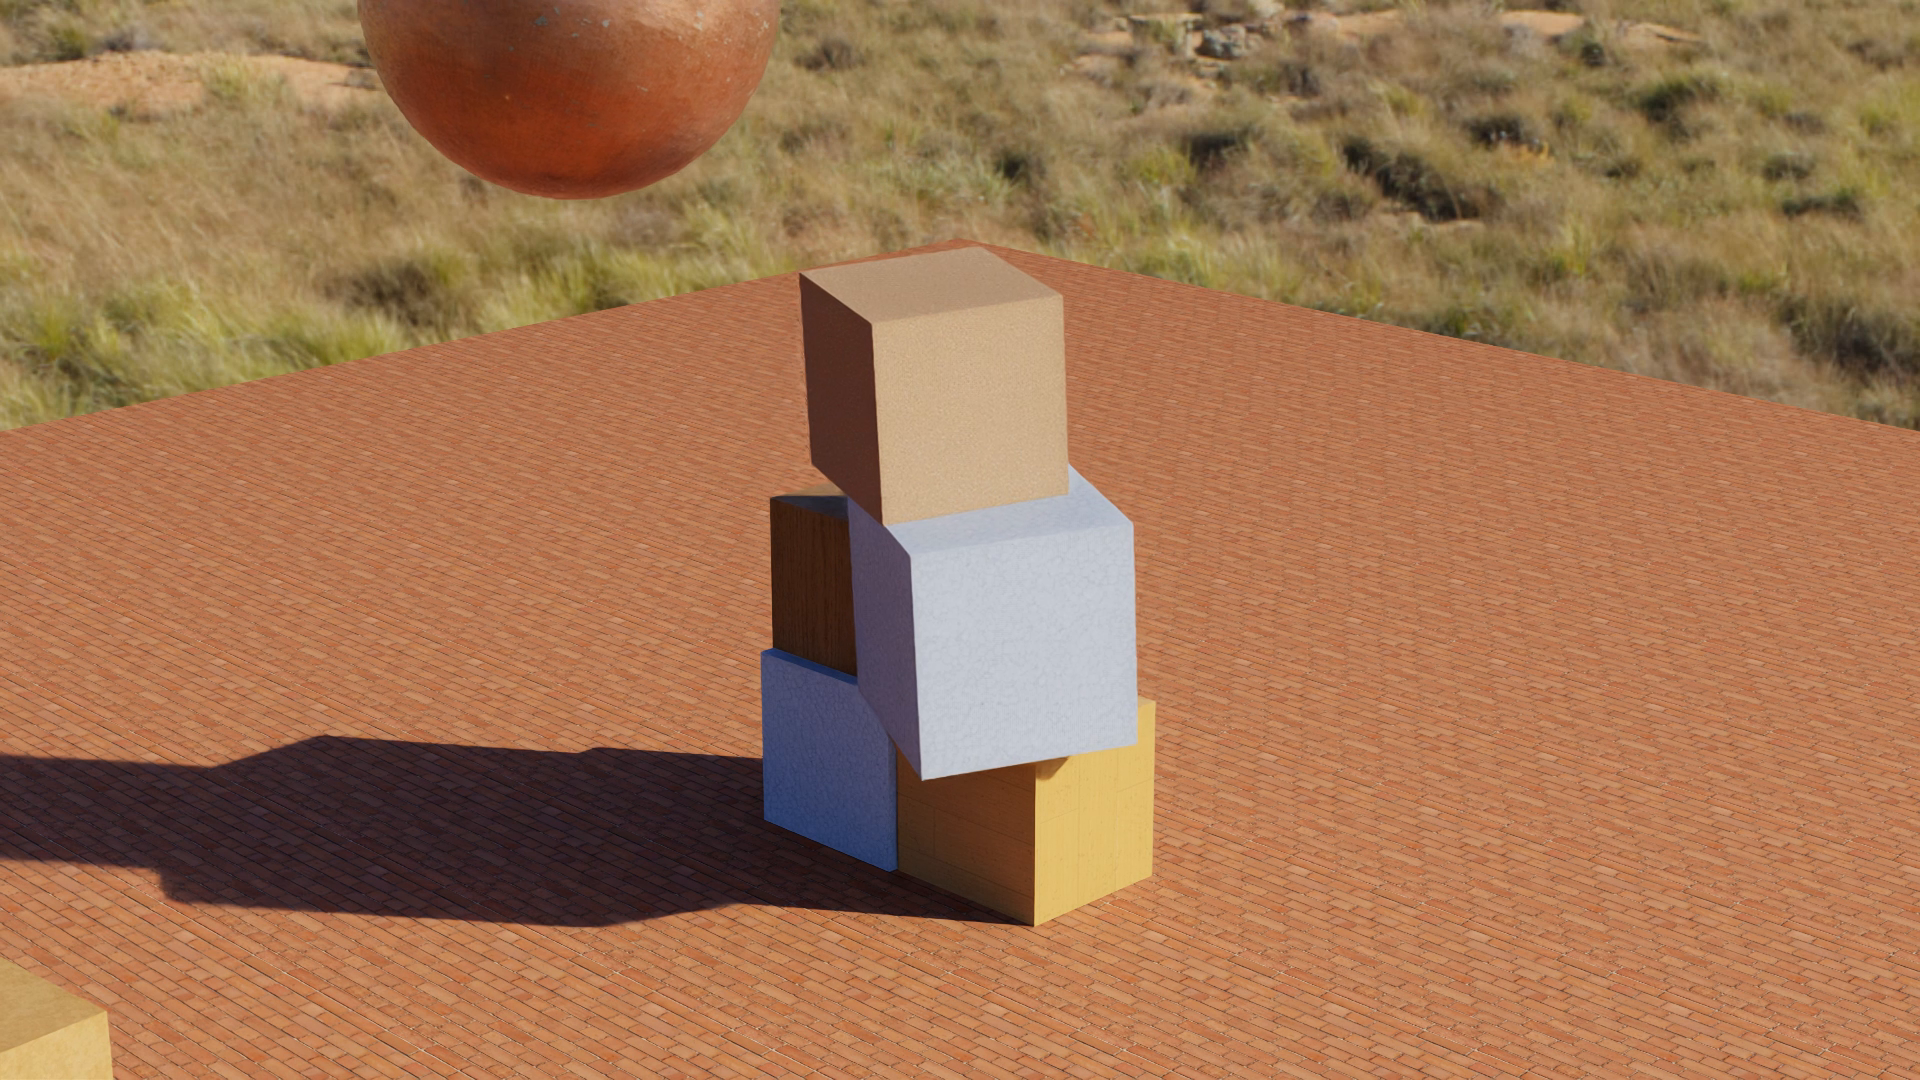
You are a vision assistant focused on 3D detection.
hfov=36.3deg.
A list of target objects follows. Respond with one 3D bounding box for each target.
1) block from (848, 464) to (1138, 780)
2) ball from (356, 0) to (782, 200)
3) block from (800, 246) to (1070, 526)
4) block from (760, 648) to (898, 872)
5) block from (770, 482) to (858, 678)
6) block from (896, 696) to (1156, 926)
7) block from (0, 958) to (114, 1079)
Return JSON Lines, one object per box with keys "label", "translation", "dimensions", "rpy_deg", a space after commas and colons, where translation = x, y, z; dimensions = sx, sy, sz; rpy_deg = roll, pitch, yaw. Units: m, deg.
{"label": "block", "translation": [0.133, 0.308, 12.801], "dimensions": [0.973, 1.016, 1.027], "rpy_deg": [-8, 21, -15]}
{"label": "ball", "translation": [-1.479, -2.097, 11.133], "dimensions": [1.600, 1.600, 1.600], "rpy_deg": [0, 17, 0]}
{"label": "block", "translation": [-0.118, -0.688, 12.770], "dimensions": [0.857, 0.890, 0.932], "rpy_deg": [-10, 22, -19]}
{"label": "block", "translation": [-0.303, 0.928, 13.967], "dimensions": [0.933, 0.855, 0.870], "rpy_deg": [-17, 24, -42]}
{"label": "block", "translation": [-0.373, 0.157, 13.764], "dimensions": [0.721, 0.736, 0.733], "rpy_deg": [-17, 24, -42]}
{"label": "block", "translation": [0.297, 1.123, 13.351], "dimensions": [0.870, 0.852, 0.782], "rpy_deg": [17, 24, 42]}
{"label": "block", "translation": [-3.630, 2.061, 10.483], "dimensions": [0.844, 0.782, 0.857], "rpy_deg": [14, 22, 38]}
